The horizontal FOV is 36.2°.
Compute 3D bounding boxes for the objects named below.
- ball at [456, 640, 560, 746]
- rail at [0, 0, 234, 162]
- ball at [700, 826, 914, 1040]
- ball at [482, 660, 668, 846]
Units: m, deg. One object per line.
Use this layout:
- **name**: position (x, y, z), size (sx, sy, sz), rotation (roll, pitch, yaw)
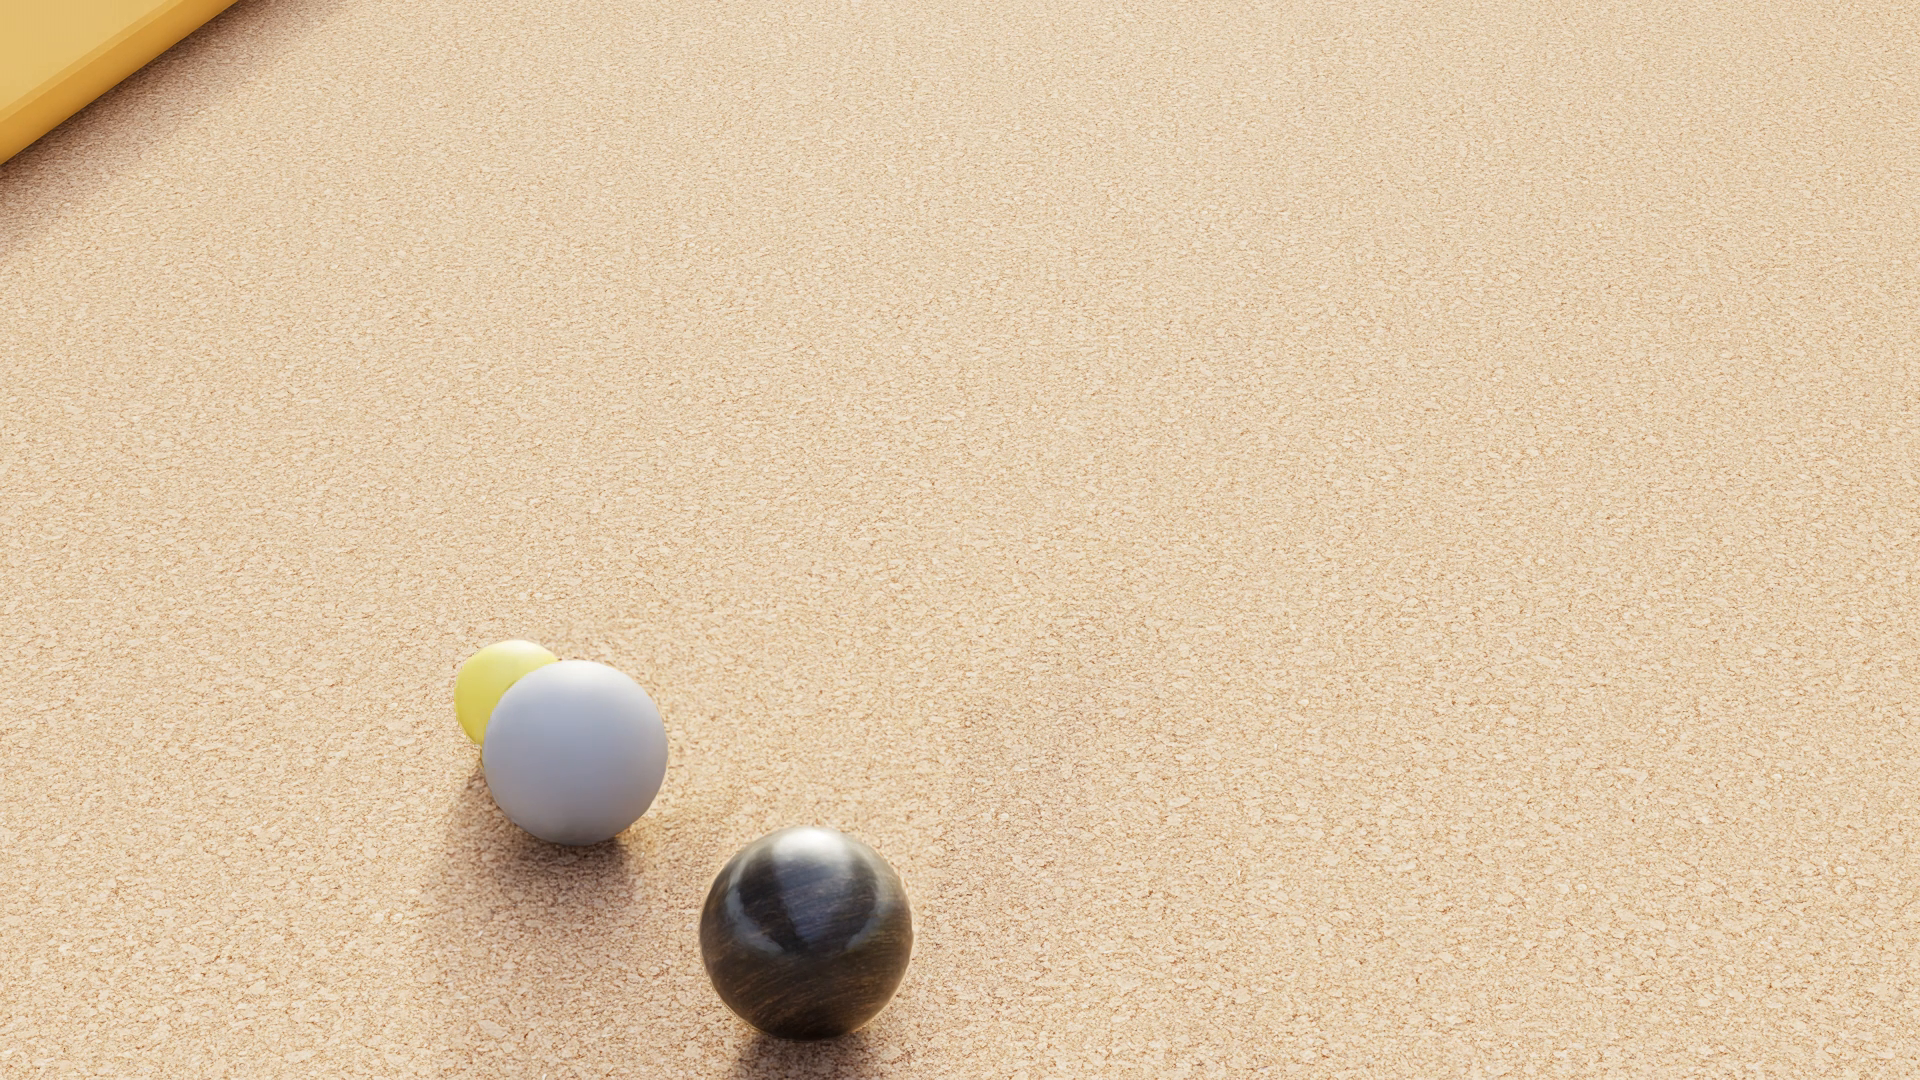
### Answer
- **ball**: position (-0.239, 0.085, 1.575), size (0.062, 0.062, 0.062), rotation (0, 28, 0)
- **rail**: position (-0.673, -0.517, 2.632), size (0.045, 0.128, 3.520), rotation (6, 29, 11)
- **ball**: position (-0.071, 0.181, 1.356), size (0.098, 0.098, 0.098), rotation (0, 28, 0)
- **ball**: position (-0.196, 0.108, 1.497), size (0.094, 0.094, 0.094), rotation (0, 28, 0)
